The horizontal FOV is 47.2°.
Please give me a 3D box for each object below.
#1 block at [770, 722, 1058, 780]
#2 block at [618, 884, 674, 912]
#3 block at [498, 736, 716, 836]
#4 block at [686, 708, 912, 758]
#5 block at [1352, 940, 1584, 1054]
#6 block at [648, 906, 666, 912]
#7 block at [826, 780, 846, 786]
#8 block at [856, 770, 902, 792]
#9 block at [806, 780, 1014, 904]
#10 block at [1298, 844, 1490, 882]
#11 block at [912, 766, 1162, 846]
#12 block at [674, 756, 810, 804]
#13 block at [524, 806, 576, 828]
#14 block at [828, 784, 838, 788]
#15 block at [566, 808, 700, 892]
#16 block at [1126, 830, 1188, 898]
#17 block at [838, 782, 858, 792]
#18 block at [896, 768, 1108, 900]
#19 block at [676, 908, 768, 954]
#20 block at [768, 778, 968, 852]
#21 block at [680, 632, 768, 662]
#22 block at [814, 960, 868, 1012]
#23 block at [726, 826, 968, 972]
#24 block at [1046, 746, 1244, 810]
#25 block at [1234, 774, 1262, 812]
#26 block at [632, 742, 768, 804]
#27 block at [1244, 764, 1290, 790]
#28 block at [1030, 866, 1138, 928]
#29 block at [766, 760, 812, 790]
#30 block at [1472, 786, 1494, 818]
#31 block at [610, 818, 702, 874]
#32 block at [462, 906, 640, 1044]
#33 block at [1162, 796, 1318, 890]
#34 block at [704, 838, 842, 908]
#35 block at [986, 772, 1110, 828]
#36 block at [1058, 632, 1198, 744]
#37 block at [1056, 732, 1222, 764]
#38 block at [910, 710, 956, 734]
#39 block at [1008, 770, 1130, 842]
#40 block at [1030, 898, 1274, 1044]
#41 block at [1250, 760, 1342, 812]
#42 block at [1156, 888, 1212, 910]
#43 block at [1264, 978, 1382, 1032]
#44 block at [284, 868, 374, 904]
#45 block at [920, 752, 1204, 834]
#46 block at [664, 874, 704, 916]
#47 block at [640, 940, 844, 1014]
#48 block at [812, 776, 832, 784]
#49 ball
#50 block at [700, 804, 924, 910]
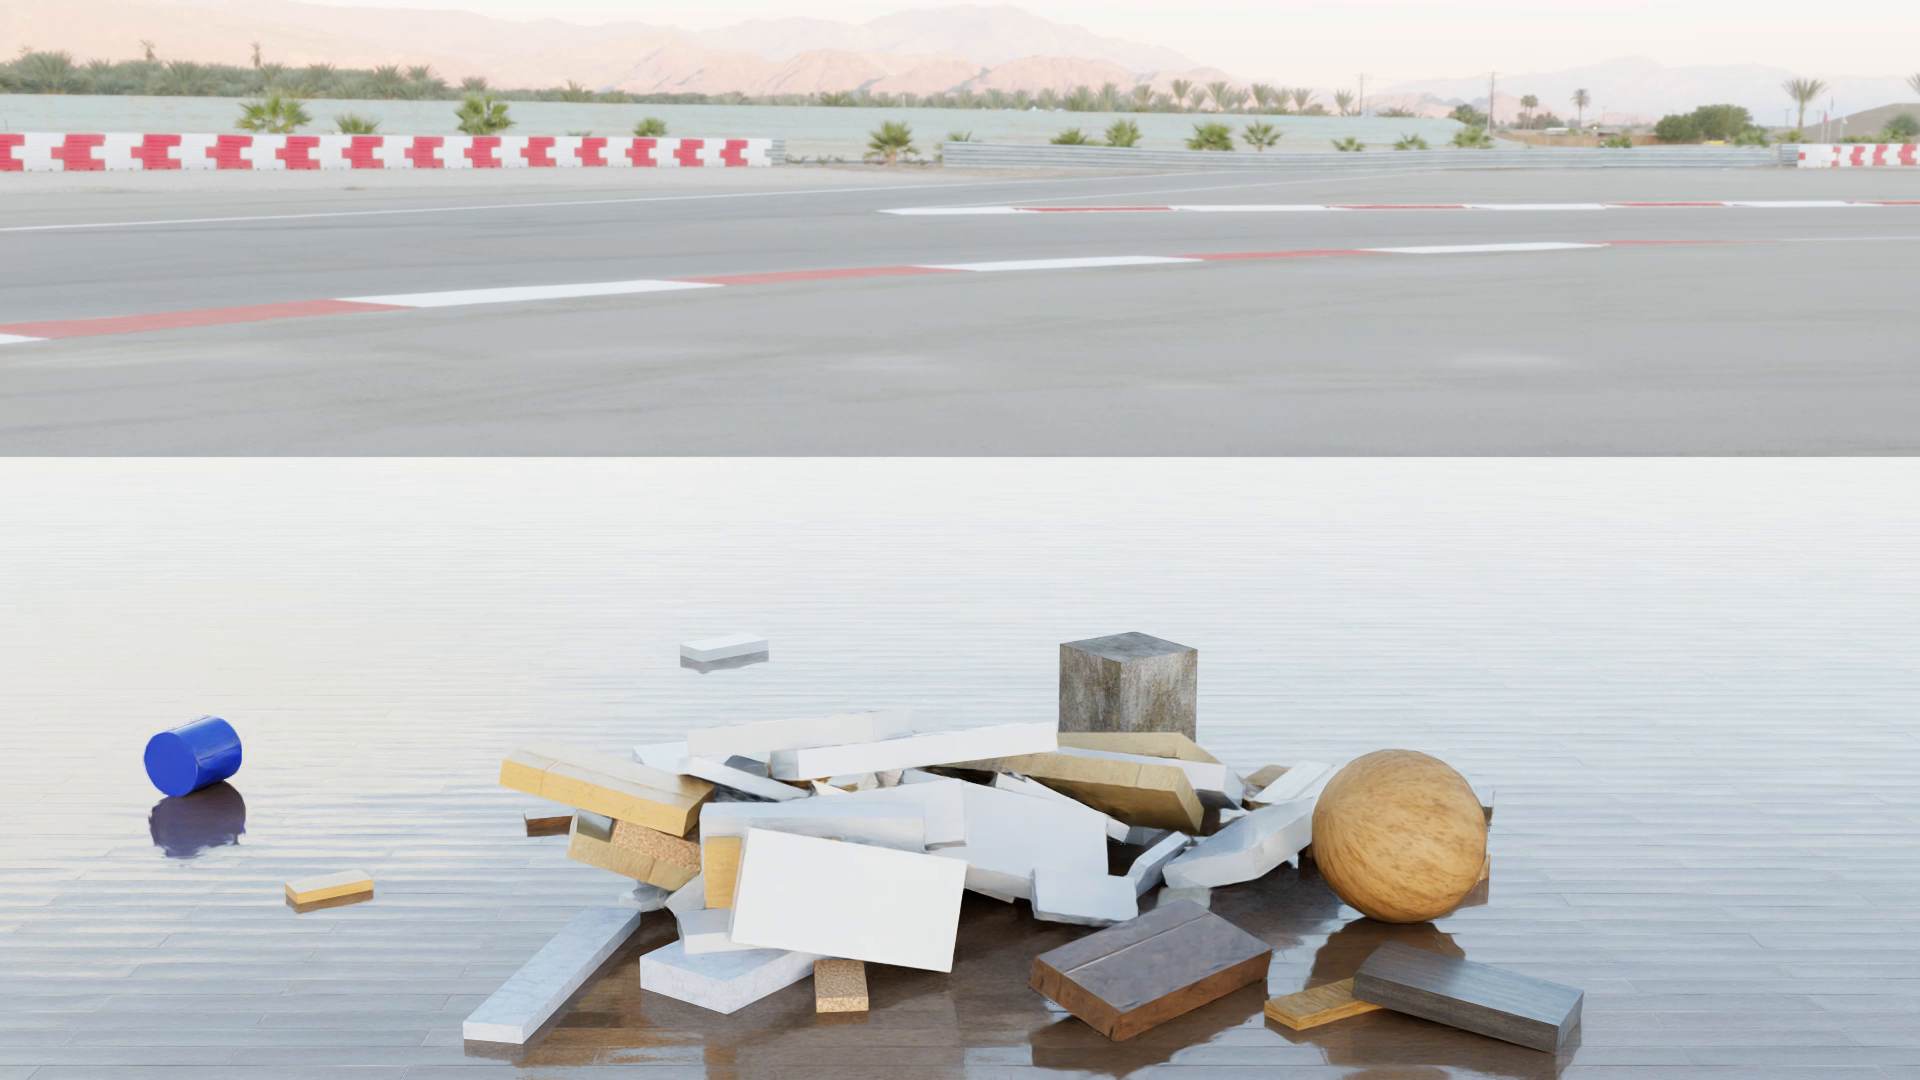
[{"bbox_3d":[-0.077,0.350,3.660,0.448,0.047,0.167,-4,-4,-21],"label":"block"},{"bbox_3d":[-0.491,0.579,3.591,0.059,0.017,0.118,10,14,43],"label":"block"},{"bbox_3d":[-0.571,0.398,3.574,0.313,0.044,0.157,15,11,8],"label":"block"},{"bbox_3d":[-0.267,0.322,3.670,0.335,0.047,0.167,-7,-4,20],"label":"block"},{"bbox_3d":[0.729,0.652,3.156,0.294,0.042,0.147,11,14,27],"label":"block"},{"bbox_3d":[-0.483,0.586,3.643,0.118,0.017,0.059,-10,14,-43],"label":"block"},{"bbox_3d":[-0.180,0.496,4.090,0.259,0.031,0.109,8,13,37],"label":"block"},{"bbox_3d":[0.004,0.475,3.731,0.351,0.050,0.176,22,3,-10],"label":"block"},{"bbox_3d":[-0.082,0.500,3.653,0.351,0.050,0.175,21,5,-17],"label":"block"},{"bbox_3d":[0.749,0.544,3.805,0.147,0.042,0.294,-10,14,-42],"label":"block"},{"bbox_3d":[0.129,0.484,4.104,0.525,0.049,0.173,5,12,26],"label":"block"},{"bbox_3d":[-0.363,0.406,3.661,0.209,0.030,0.104,19,-14,-17],"label":"block"},{"bbox_3d":[-0.738,0.509,4.056,0.126,0.018,0.063,-3,11,-16],"label":"block"},{"bbox_3d":[-0.297,0.476,4.006,0.185,0.026,0.093,10,34,-5],"label":"block"},{"bbox_3d":[-0.484,0.519,3.606,0.313,0.044,0.157,20,10,-12],"label":"block"},{"bbox_3d":[0.319,0.547,3.667,0.024,0.084,0.168,35,24,20],"label":"block"},{"bbox_3d":[-0.169,0.475,3.987,0.185,0.026,0.093,-10,31,-28],"label":"block"},{"bbox_3d":[0.067,0.490,3.580,0.351,0.050,0.175,14,41,-13],"label":"block"},{"bbox_3d":[-0.319,0.588,3.335,0.209,0.030,0.104,-2,11,-13],"label":"block"},{"bbox_3d":[-0.193,0.456,3.484,0.406,0.103,0.029,-8,-29,8],"label":"block"},{"bbox_3d":[-0.575,0.261,5.365,0.193,0.027,0.097,-9,14,-39],"label":"block"},{"bbox_3d":[-0.177,0.657,3.249,0.074,0.021,0.148,-1,11,-5],"label":"block"},{"bbox_3d":[-0.168,0.538,3.288,0.335,0.167,0.047,11,-8,-13],"label":"block"},{"bbox_3d":[0.330,0.427,3.949,0.329,0.047,0.165,5,-17,20],"label":"block"},{"bbox_3d":[0.505,0.461,4.145,0.134,0.019,0.067,28,27,15],"label":"block"},{"bbox_3d":[-0.451,0.466,3.806,0.193,0.193,0.193,-4,11,-19],"label":"block"},{"bbox_3d":[0.605,0.467,4.273,0.072,0.020,0.143,7,12,32],"label":"block"},{"bbox_3d":[0.198,0.570,3.498,0.168,0.024,0.084,9,46,-14],"label":"block"},{"bbox_3d":[-0.247,0.469,3.799,0.031,0.219,0.109,-47,32,-19],"label":"block"},{"bbox_3d":[0.970,0.491,4.147,0.067,0.019,0.134,3,11,14],"label":"block"},{"bbox_3d":[-0.412,0.500,3.604,0.313,0.044,0.157,20,10,-10],"label":"block"},{"bbox_3d":[-0.604,0.645,3.302,0.088,0.025,0.480,2,11,12],"label":"block"},{"bbox_3d":[0.506,0.515,3.751,0.173,0.049,0.346,-18,0,37],"label":"block"},{"bbox_3d":[-0.285,0.511,3.375,0.209,0.104,0.030,0,16,1],"label":"block"},{"bbox_3d":[0.138,0.460,3.729,0.206,0.029,0.103,22,-30,-10],"label":"block"},{"bbox_3d":[0.348,0.320,4.569,0.203,0.203,0.203,-7,13,-34],"label":"block"},{"bbox_3d":[0.299,0.405,4.063,0.329,0.047,0.165,-3,-26,36],"label":"block"},{"bbox_3d":[-0.092,0.398,4.626,0.097,0.027,0.193,-6,12,-30],"label":"block"},{"bbox_3d":[0.185,0.462,3.818,0.206,0.029,0.103,27,-6,-13],"label":"block"},{"bbox_3d":[0.285,0.627,3.232,0.343,0.049,0.171,-11,28,-44],"label":"block"},{"bbox_3d":[0.665,0.481,4.140,0.147,0.042,0.294,5,12,27],"label":"block"},{"bbox_3d":[0.359,0.601,3.544,0.084,0.024,0.168,2,11,9],"label":"block"},{"bbox_3d":[0.535,0.670,3.184,0.183,0.020,0.072,-7,12,-31],"label":"block"},{"bbox_3d":[-1.055,0.579,3.679,0.128,0.018,0.064,-7,13,-34],"label":"block"},{"bbox_3d":[0.176,0.438,3.906,0.489,0.047,0.165,4,-31,25],"label":"block"},{"bbox_3d":[-0.398,0.559,3.477,0.128,0.064,0.018,-37,12,14],"label":"block"},{"bbox_3d":[-0.304,0.625,3.349,0.171,0.049,0.343,8,13,35],"label":"block"},{"bbox_3d":[-0.314,0.458,4.131,0.093,0.026,0.185,2,19,23],"label":"block"},{"bbox_3d":[0.704,0.474,3.531,0.278,0.278,0.278,0,11,0],"label":"ball"},{"bbox_3d":[-0.227,0.498,3.414,0.343,0.171,0.049,0,18,1],"label":"block"}]
